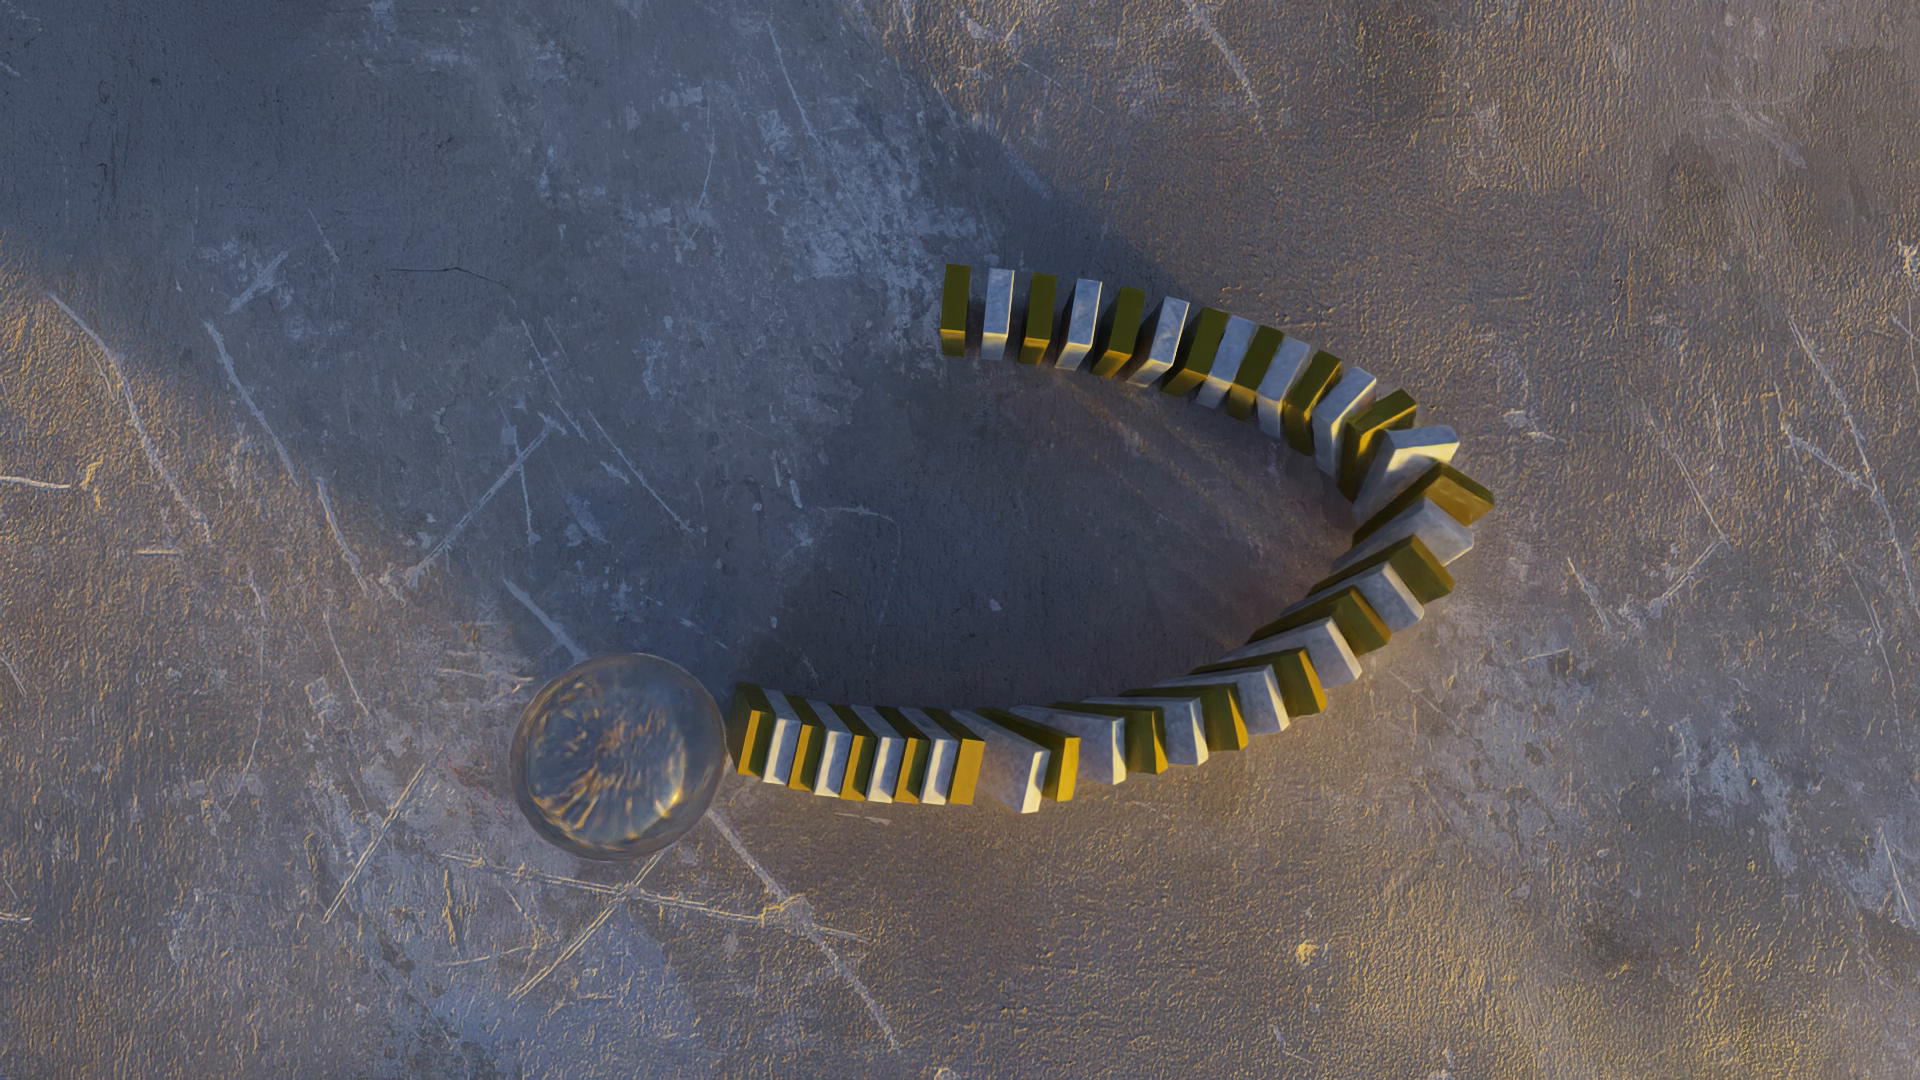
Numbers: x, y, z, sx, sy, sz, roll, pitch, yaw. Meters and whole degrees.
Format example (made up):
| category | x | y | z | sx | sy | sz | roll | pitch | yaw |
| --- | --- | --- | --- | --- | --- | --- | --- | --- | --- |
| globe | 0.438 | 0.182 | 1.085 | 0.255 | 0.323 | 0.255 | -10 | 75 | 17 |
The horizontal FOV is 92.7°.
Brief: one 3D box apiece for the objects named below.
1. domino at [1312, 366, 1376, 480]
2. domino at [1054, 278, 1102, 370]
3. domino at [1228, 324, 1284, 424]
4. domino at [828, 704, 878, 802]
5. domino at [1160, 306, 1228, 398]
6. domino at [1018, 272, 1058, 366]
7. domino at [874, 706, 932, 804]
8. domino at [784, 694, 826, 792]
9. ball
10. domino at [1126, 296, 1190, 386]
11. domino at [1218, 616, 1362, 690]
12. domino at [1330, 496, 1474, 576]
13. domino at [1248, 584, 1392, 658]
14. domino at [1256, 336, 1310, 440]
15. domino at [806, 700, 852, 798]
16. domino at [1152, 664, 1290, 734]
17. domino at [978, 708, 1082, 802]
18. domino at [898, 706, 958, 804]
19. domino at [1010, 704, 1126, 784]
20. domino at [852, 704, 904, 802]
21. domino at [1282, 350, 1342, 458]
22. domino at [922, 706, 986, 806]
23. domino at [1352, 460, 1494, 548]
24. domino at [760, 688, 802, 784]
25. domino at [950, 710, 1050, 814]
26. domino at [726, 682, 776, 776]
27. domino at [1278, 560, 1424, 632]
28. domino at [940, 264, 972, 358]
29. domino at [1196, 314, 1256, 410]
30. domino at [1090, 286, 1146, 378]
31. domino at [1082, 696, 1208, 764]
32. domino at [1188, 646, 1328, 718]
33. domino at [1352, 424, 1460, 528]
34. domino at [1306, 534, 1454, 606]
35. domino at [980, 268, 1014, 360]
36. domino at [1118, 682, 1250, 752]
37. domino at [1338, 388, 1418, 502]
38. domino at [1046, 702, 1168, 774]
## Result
| category | x | y | z | sx | sy | sz | roll | pitch | yaw |
| --- | --- | --- | --- | --- | --- | --- | --- | --- | --- |
| domino | 0.158 | -0.047 | 0.376 | 0.025 | 0.050 | 0.009 | -46 | 58 | 0 |
| domino | 0.048 | -0.087 | 0.375 | 0.010 | 0.050 | 0.025 | 9 | 90 | 0 |
| domino | 0.120 | -0.067 | 0.375 | 0.009 | 0.050 | 0.025 | 26 | 90 | 16 |
| domino | -0.047 | 0.086 | 0.375 | 0.009 | 0.050 | 0.025 | 13 | 90 | -20 |
| domino | 0.095 | -0.076 | 0.375 | 0.010 | 0.050 | 0.025 | 18 | 90 | 2 |
| domino | 0.031 | -0.089 | 0.375 | 0.010 | 0.050 | 0.025 | 7 | 90 | 0 |
| domino | -0.026 | 0.087 | 0.375 | 0.009 | 0.050 | 0.025 | 13 | 90 | -20 |
| domino | -0.067 | 0.082 | 0.375 | 0.010 | 0.050 | 0.025 | 13 | 90 | -20 |
| ball | -0.133 | 0.084 | 0.360 | 0.080 | 0.080 | 0.080 | 0 | 90 | 0 |
| domino | 0.080 | -0.080 | 0.375 | 0.010 | 0.050 | 0.025 | 15 | 90 | 0 |
| domino | 0.136 | 0.052 | 0.380 | 0.050 | 0.010 | 0.025 | -29 | 90 | 40 |
| domino | 0.181 | 0.006 | 0.379 | 0.025 | 0.010 | 0.050 | 37 | 135 | -3 |
| domino | 0.148 | 0.041 | 0.380 | 0.050 | 0.010 | 0.025 | -37 | 90 | 41 |
| domino | 0.133 | -0.061 | 0.375 | 0.010 | 0.050 | 0.025 | 28 | 90 | 23 |
| domino | -0.057 | 0.084 | 0.375 | 0.009 | 0.050 | 0.025 | 13 | 90 | -20 |
| domino | 0.107 | 0.068 | 0.381 | 0.050 | 0.010 | 0.025 | -17 | 90 | 39 |
| domino | 0.026 | 0.087 | 0.378 | 0.010 | 0.050 | 0.025 | 8 | 91 | -43 |
| domino | -0.016 | 0.087 | 0.375 | 0.010 | 0.050 | 0.025 | 13 | 90 | -20 |
| domino | 0.044 | 0.084 | 0.381 | 0.050 | 0.010 | 0.025 | -1 | 90 | 39 |
| domino | -0.037 | 0.086 | 0.375 | 0.009 | 0.050 | 0.025 | 13 | 90 | -20 |
| domino | 0.145 | -0.055 | 0.376 | 0.010 | 0.050 | 0.025 | 35 | 90 | 28 |
| domino | -0.006 | 0.087 | 0.375 | 0.009 | 0.050 | 0.025 | 12 | 90 | -20 |
| domino | 0.190 | -0.008 | 0.378 | 0.025 | 0.050 | 0.009 | 29 | 45 | -5 |
| domino | -0.077 | 0.079 | 0.375 | 0.010 | 0.050 | 0.025 | 13 | 90 | -20 |
| domino | 0.014 | 0.090 | 0.378 | 0.009 | 0.050 | 0.025 | 8 | 96 | -43 |
| domino | -0.086 | 0.076 | 0.375 | 0.010 | 0.050 | 0.025 | 13 | 90 | -20 |
| domino | 0.161 | 0.031 | 0.379 | 0.025 | 0.010 | 0.050 | 53 | 133 | 0 |
| domino | -0.002 | -0.093 | 0.375 | 0.009 | 0.050 | 0.025 | 5 | 90 | 0 |
| domino | 0.108 | -0.072 | 0.375 | 0.010 | 0.050 | 0.025 | 21 | 90 | 9 |
| domino | 0.064 | -0.084 | 0.375 | 0.009 | 0.050 | 0.025 | 13 | 90 | 0 |
| domino | 0.076 | 0.079 | 0.381 | 0.050 | 0.010 | 0.025 | -8 | 90 | 38 |
| domino | 0.122 | 0.062 | 0.380 | 0.050 | 0.010 | 0.025 | -20 | 91 | 40 |
| domino | 0.182 | -0.025 | 0.377 | 0.025 | 0.050 | 0.010 | -6 | 53 | 0 |
| domino | 0.173 | 0.020 | 0.379 | 0.025 | 0.010 | 0.050 | 49 | 134 | -2 |
| domino | 0.015 | -0.091 | 0.375 | 0.010 | 0.050 | 0.025 | 6 | 90 | 0 |
| domino | 0.092 | 0.074 | 0.381 | 0.050 | 0.010 | 0.025 | -12 | 90 | 39 |
| domino | 0.171 | -0.038 | 0.377 | 0.025 | 0.050 | 0.010 | -29 | 55 | 0 |
| domino | 0.060 | 0.082 | 0.381 | 0.050 | 0.009 | 0.025 | -5 | 90 | 38 |
